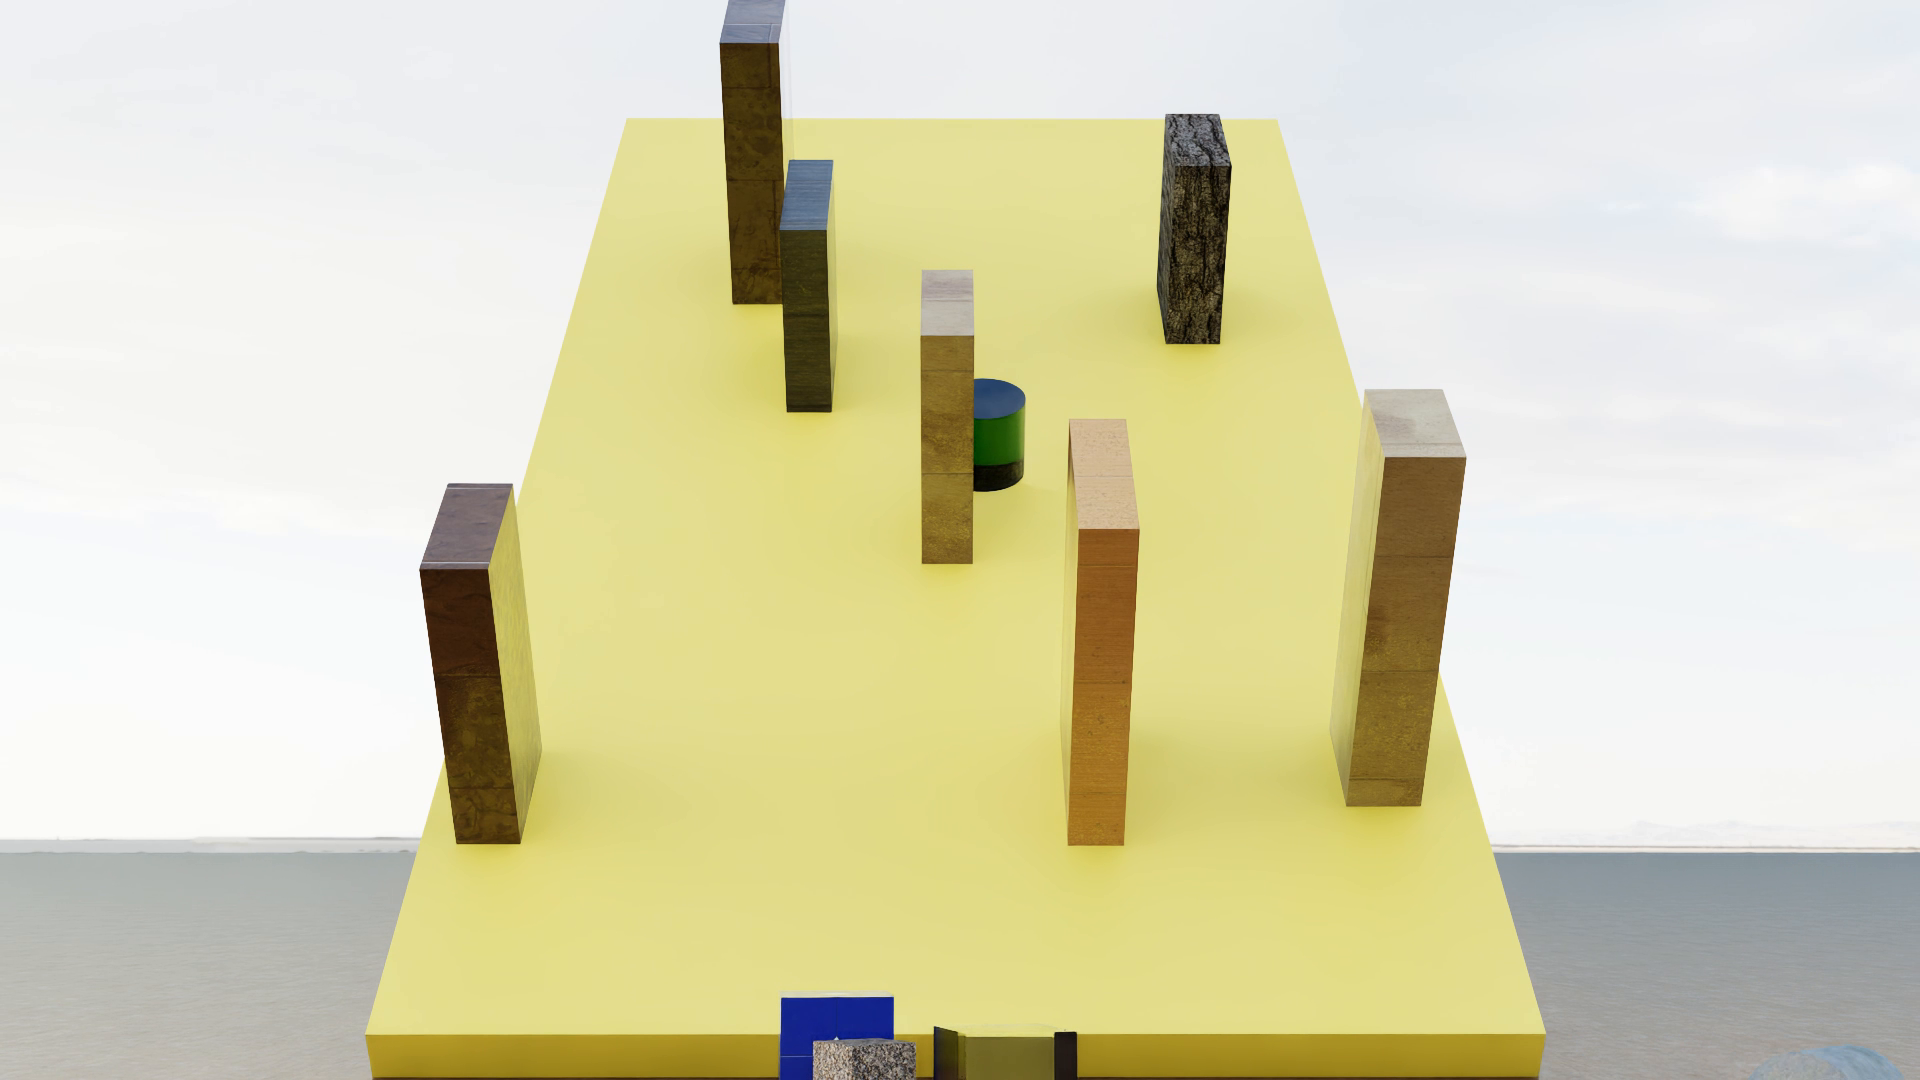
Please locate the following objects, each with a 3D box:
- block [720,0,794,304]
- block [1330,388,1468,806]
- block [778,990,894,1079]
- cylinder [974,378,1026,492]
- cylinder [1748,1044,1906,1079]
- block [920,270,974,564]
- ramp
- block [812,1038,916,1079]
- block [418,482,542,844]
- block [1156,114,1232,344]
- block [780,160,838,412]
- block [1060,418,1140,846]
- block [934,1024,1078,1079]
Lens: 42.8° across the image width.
[{"bbox_3d":[-0.525,-1.040,6.443,0.148,0.722,0.423,0,32,0],"label":"block"},{"bbox_3d":[0.809,0.116,4.572,0.143,0.772,0.246,0,32,0],"label":"block"},{"bbox_3d":[-0.191,0.778,3.737,0.169,0.169,0.169,1,-7,-5],"label":"block"},{"bbox_3d":[0.055,-0.244,5.681,0.193,0.193,0.193,0,32,0],"label":"cylinder"},{"bbox_3d":[1.037,0.685,2.925,0.153,0.153,0.153,-6,-10,41],"label":"cylinder"},{"bbox_3d":[-0.028,-0.269,5.372,0.113,0.565,0.311,0,32,0],"label":"block"},{"bbox_3d":[-0.015,-0.187,5.866,2.000,0.100,4.000,0,32,0],"label":"ramp"},{"bbox_3d":[-0.140,0.788,3.573,0.109,0.109,0.109,5,-9,-33],"label":"block"},{"bbox_3d":[-0.879,0.232,4.528,0.120,0.612,0.290,0,32,0],"label":"block"},{"bbox_3d":[0.597,-0.799,6.284,0.139,0.493,0.332,0,32,0],"label":"block"},{"bbox_3d":[-0.367,-0.625,6.008,0.110,0.487,0.409,0,32,0],"label":"block"},{"bbox_3d":[0.254,0.173,4.548,0.105,0.697,0.385,0,32,0],"label":"block"},{"bbox_3d":[0.059,0.726,3.255,0.152,0.152,0.152,2,-7,-17],"label":"block"}]
